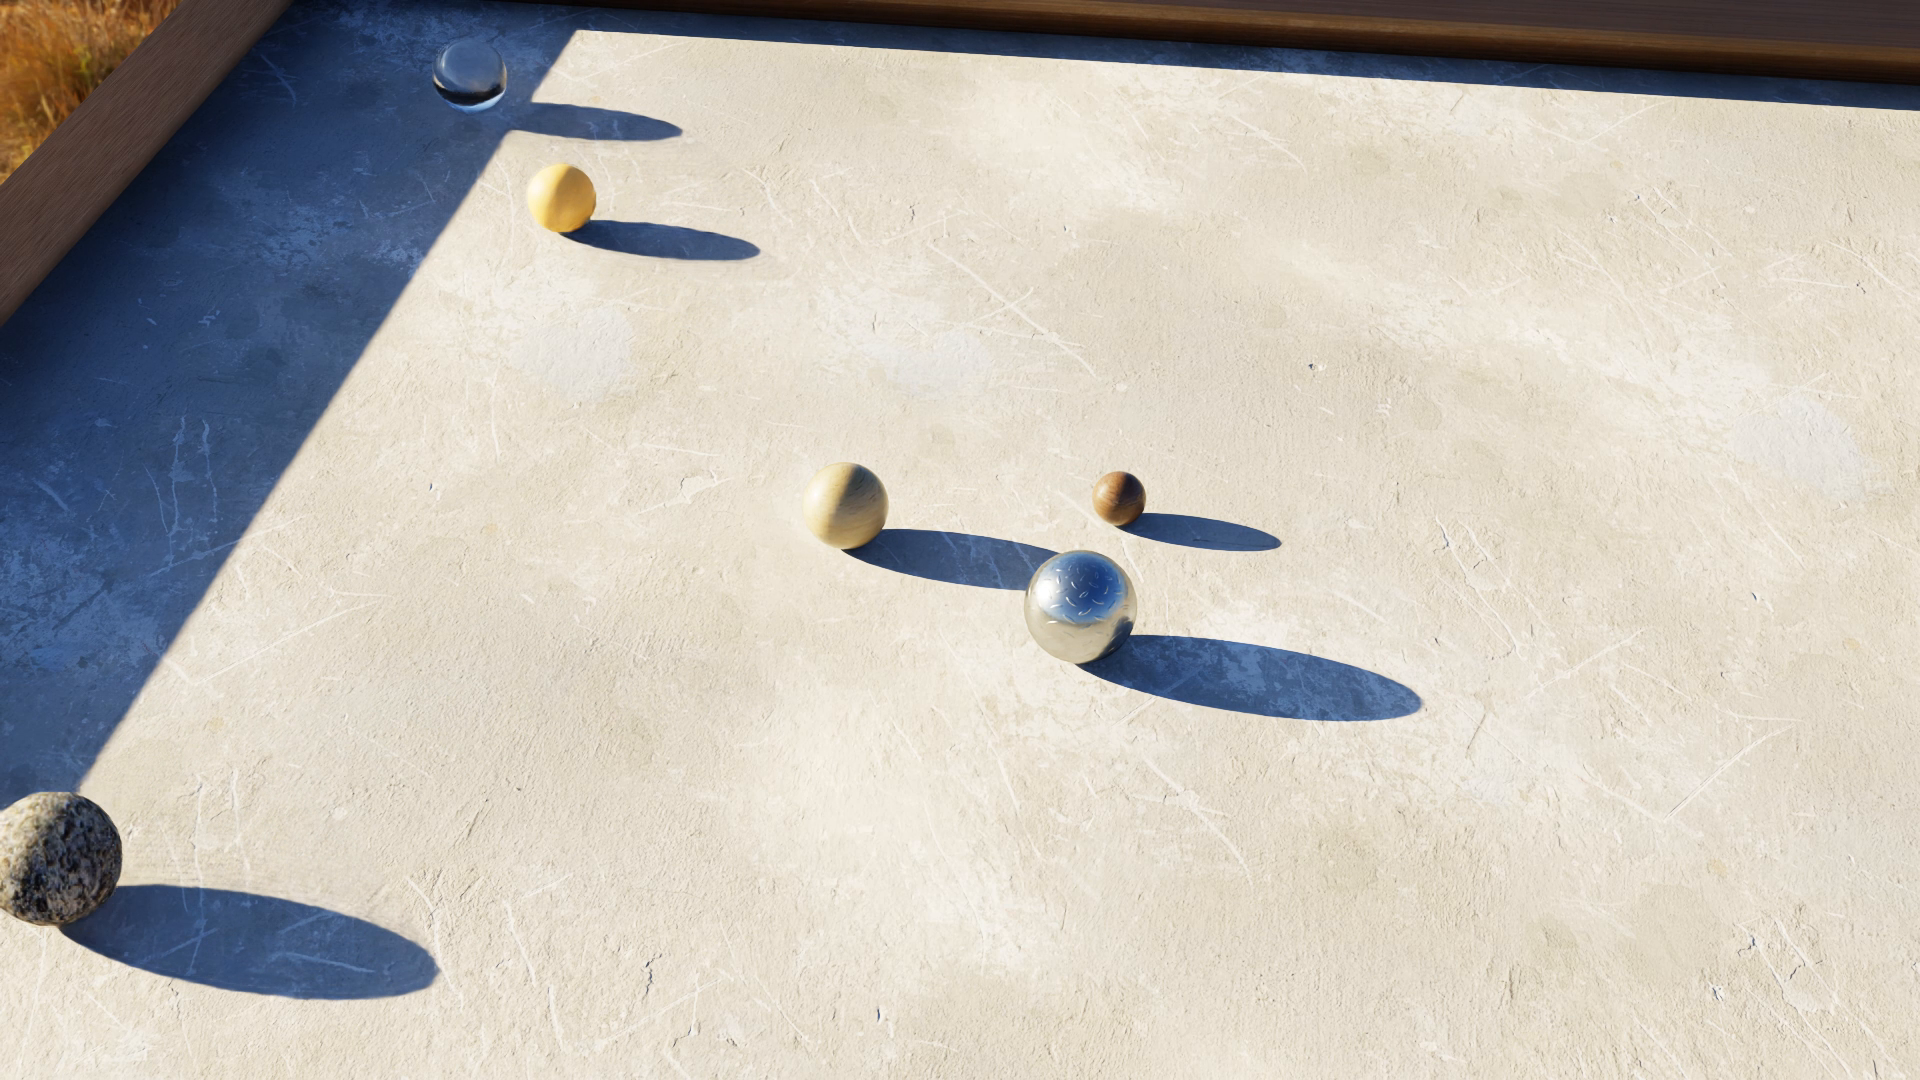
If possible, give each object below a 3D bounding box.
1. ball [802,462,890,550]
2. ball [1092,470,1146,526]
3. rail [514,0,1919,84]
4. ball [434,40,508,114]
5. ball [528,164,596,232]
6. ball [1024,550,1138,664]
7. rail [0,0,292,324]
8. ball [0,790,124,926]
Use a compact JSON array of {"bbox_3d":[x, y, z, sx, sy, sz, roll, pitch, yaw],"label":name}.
[{"bbox_3d":[-0.085,-0.026,1.910,0.065,0.065,0.065,0,35,0],"label":"ball"},{"bbox_3d":[0.120,-0.032,1.939,0.042,0.042,0.042,0,35,0],"label":"ball"},{"bbox_3d":[0.995,-0.488,2.536,3.462,0.107,0.045,5,35,7],"label":"rail"},{"bbox_3d":[-0.481,-0.456,2.522,0.072,0.072,0.072,0,35,0],"label":"ball"},{"bbox_3d":[-0.360,-0.309,2.319,0.062,0.062,0.062,0,35,0],"label":"ball"},{"bbox_3d":[0.084,0.047,1.793,0.080,0.080,0.080,0,35,0],"label":"ball"},{"bbox_3d":[-0.833,-0.088,1.960,0.045,0.107,1.962,5,35,7],"label":"rail"},{"bbox_3d":[-0.558,0.196,1.577,0.083,0.083,0.083,0,35,0],"label":"ball"}]
